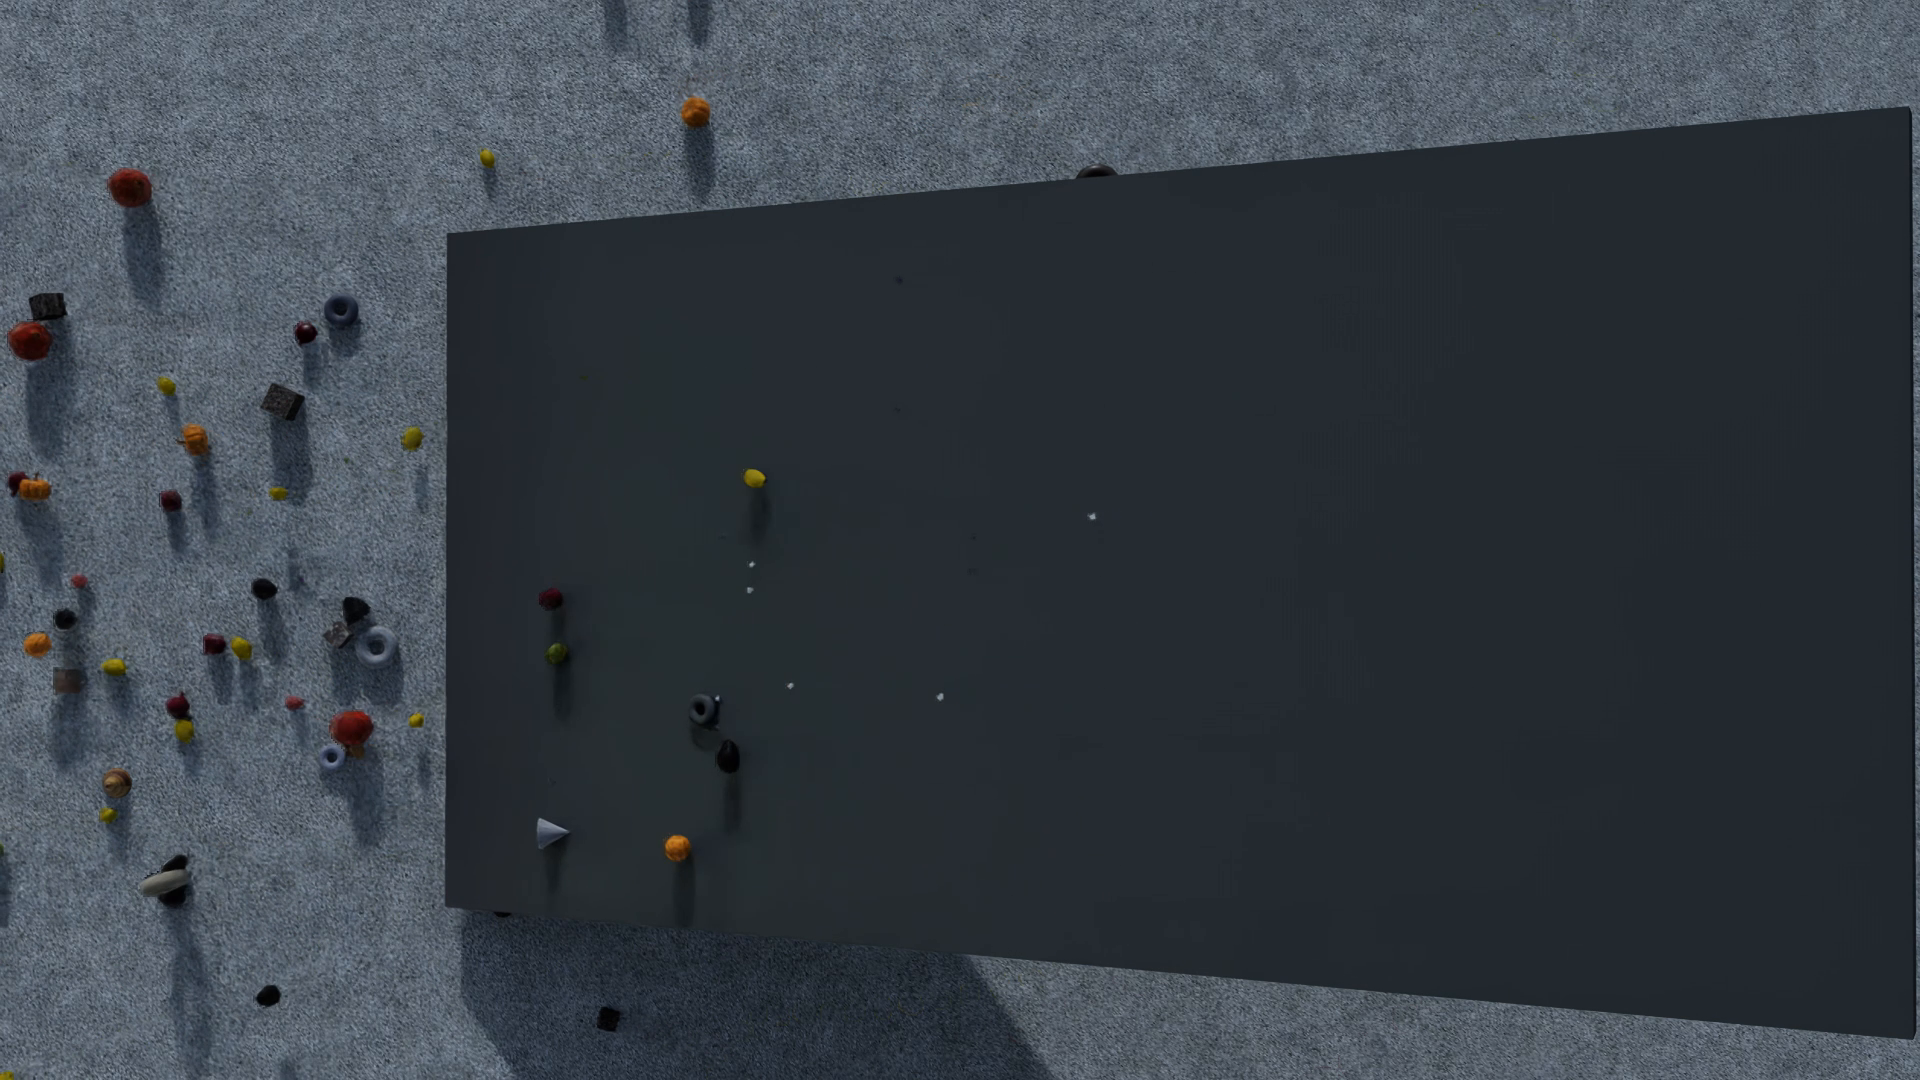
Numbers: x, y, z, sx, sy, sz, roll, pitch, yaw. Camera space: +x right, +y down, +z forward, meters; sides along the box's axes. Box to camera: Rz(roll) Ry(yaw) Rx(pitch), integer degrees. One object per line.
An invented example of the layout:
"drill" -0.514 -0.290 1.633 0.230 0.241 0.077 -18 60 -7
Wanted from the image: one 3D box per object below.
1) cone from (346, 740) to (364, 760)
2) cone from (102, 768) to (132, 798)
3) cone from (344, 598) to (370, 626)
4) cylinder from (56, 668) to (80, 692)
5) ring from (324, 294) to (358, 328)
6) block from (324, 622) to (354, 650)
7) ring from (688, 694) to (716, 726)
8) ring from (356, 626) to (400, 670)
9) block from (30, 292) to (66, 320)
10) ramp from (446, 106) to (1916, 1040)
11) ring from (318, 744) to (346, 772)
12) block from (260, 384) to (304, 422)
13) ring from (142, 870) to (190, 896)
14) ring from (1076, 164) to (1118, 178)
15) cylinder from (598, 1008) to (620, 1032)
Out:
"cone" -1.827 0.635 6.599 0.056 0.056 0.056 -15 89 26
"cone" -2.534 0.731 6.566 0.090 0.090 0.090 0 89 0
"cone" -1.824 0.230 6.597 0.083 0.083 0.083 31 116 0
"cylinder" -2.669 0.422 6.580 0.068 0.068 0.068 1 90 0
"ring" -1.860 -0.690 6.609 0.103 0.034 0.103 0 88 0
"block" -1.861 0.285 6.586 0.058 0.058 0.058 42 90 0
"ring" -0.716 0.469 6.094 0.089 0.030 0.089 0 90 28
"ring" -1.747 0.323 6.593 0.131 0.044 0.131 0 89 1
"block" -2.728 -0.699 6.579 0.068 0.068 0.068 -12 89 33
"ramp" 0.279 0.079 5.663 4.000 0.100 2.000 0 89 27
"ring" -1.883 0.654 6.597 0.086 0.029 0.086 0 88 0
"block" -2.027 -0.412 6.582 0.082 0.082 0.082 25 89 0
"ring" -2.342 1.010 6.487 0.136 0.136 0.045 -22 80 0
"ring" 0.414 -1.056 6.605 0.148 0.049 0.148 0 91 0
"cylinder" -1.049 1.435 6.576 0.054 0.054 0.054 16 89 0
